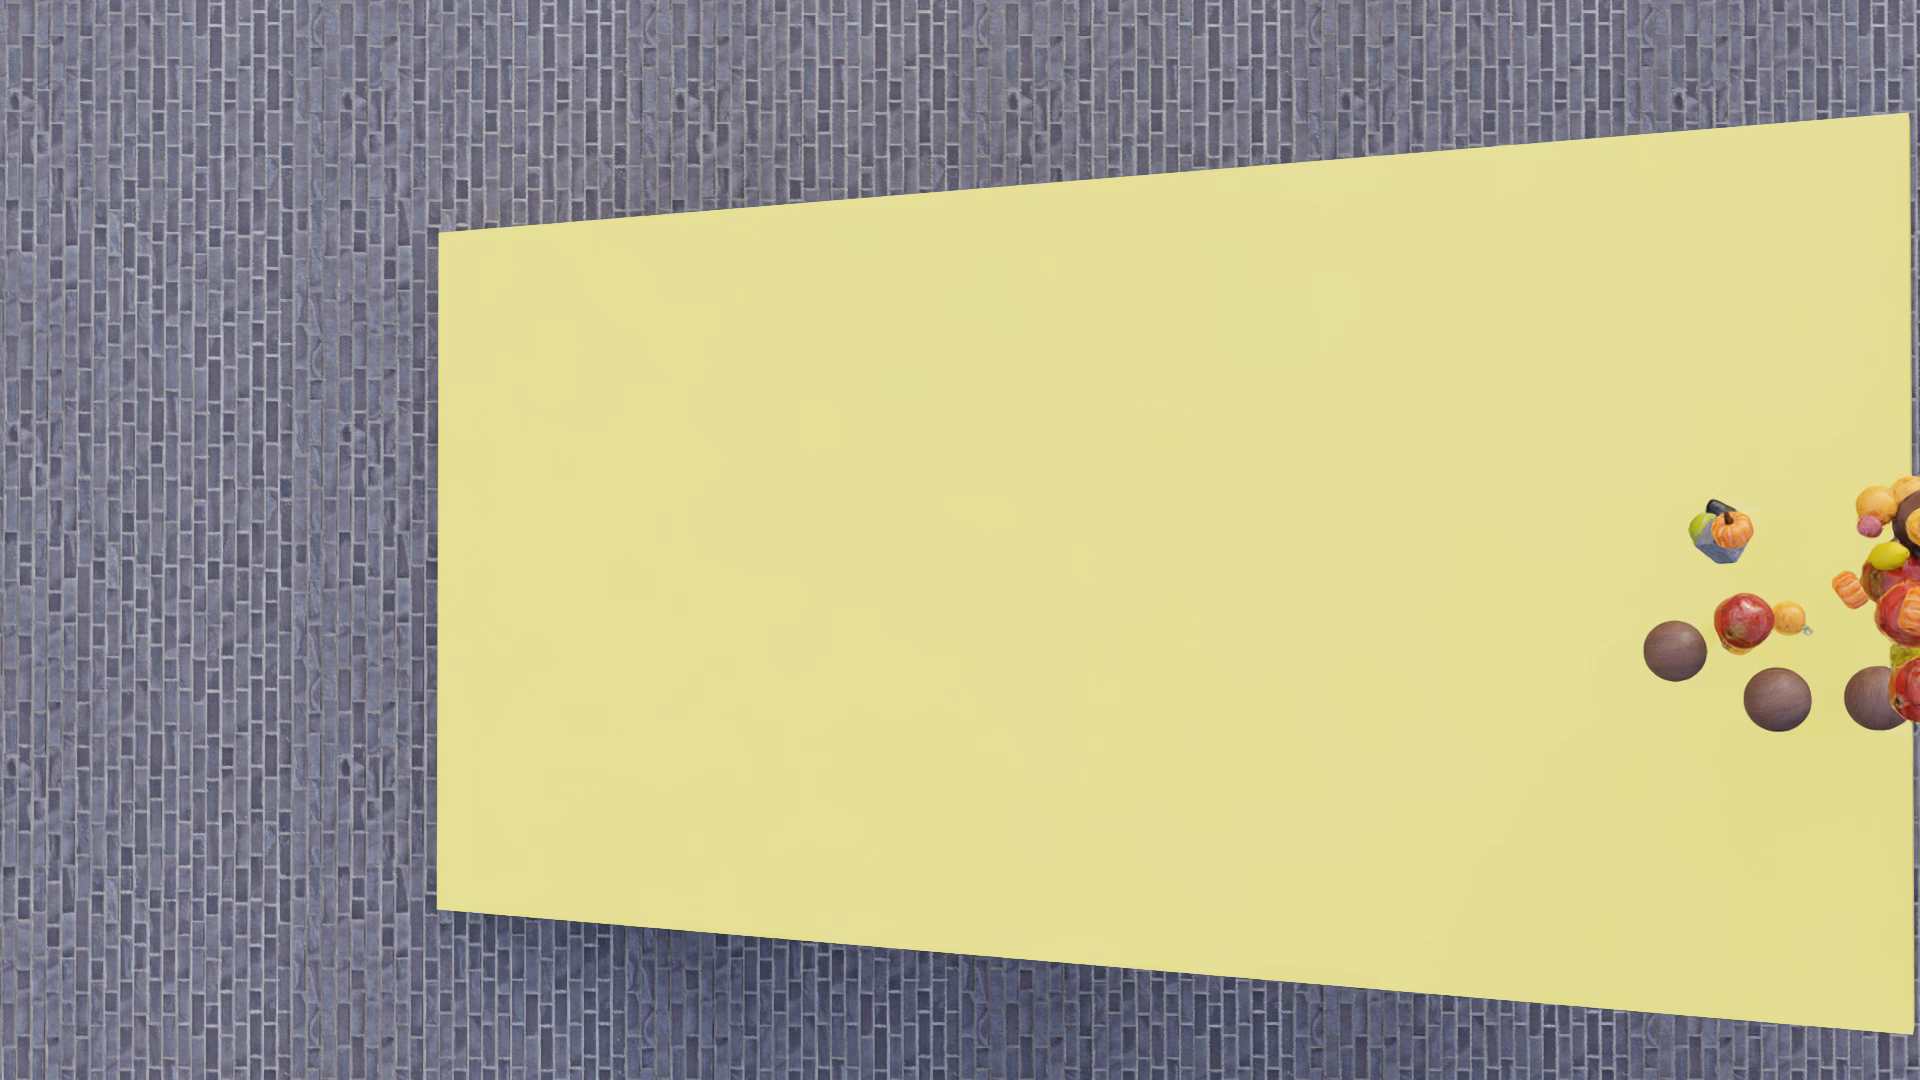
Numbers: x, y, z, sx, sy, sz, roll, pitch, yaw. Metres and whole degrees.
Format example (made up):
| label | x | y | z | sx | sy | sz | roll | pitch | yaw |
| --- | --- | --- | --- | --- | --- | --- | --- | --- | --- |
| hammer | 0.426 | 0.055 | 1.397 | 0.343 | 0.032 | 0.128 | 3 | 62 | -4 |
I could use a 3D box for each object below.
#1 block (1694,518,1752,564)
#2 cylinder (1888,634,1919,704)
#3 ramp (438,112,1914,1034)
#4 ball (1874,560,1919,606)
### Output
| label | x | y | z | sx | sy | sz | roll | pitch | yaw |
| --- | --- | --- | --- | --- | --- | --- | --- | --- | --- |
| block | 1.498 | 0.001 | 4.319 | 0.064 | 0.064 | 0.064 | 36 | 80 | -10 |
| cylinder | 1.754 | 0.238 | 4.023 | 0.091 | 0.091 | 0.091 | -25 | 123 | 0 |
| ramp | 0.281 | 0.081 | 5.682 | 4.000 | 0.100 | 2.000 | 0 | 89 | 26 |
| ball | 1.959 | 0.088 | 4.588 | 0.094 | 0.094 | 0.094 | 0 | 89 | 0 |
